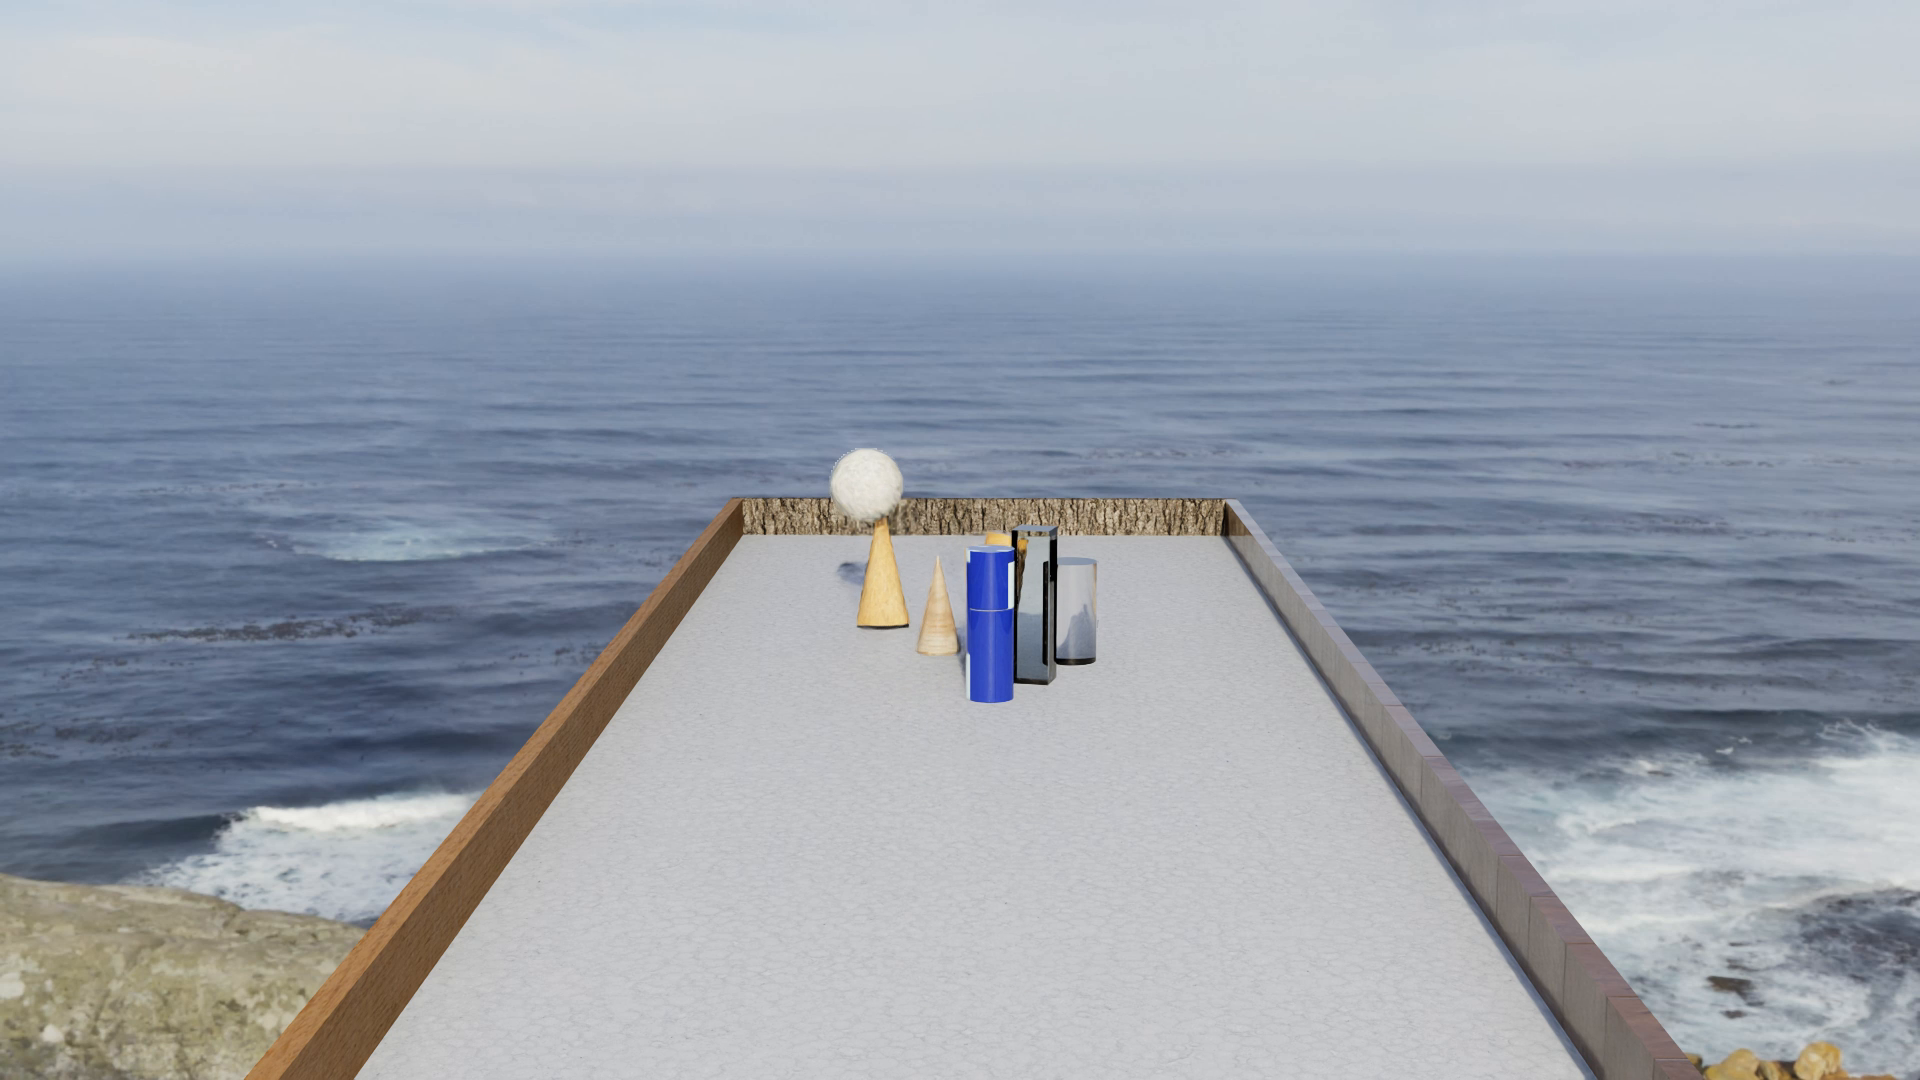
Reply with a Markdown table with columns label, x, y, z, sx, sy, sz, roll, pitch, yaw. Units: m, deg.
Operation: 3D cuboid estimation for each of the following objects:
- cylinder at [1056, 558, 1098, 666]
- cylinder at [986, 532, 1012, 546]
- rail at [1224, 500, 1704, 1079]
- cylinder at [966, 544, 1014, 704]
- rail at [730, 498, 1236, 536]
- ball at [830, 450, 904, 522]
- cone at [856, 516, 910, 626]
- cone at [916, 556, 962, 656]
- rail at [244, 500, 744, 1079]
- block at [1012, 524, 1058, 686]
| label | x | y | z | sx | sy | sz | roll | pitch | yaw |
| --- | --- | --- | --- | --- | --- | --- | --- | --- | --- |
| cylinder | 0.337 | 0.215 | 6.675 | 0.155 | 0.306 | 0.155 | 0 | 9 | 0 |
| cylinder | 0.125 | 0.166 | 6.720 | 0.137 | 0.371 | 0.137 | 8 | 2 | 0 |
| rail | 1.046 | 0.843 | 3.208 | 0.050 | 0.150 | 12.000 | 0 | 9 | 1 |
| cylinder | 0.084 | 0.234 | 6.172 | 0.136 | 0.426 | 0.136 | 0 | 9 | 0 |
| rail | 0.099 | -0.098 | 9.147 | 2.100 | 0.150 | 0.050 | 0 | 9 | 1 |
| ball | -0.300 | -0.176 | 7.090 | 0.233 | 0.233 | 0.233 | 0 | 9 | 0 |
| cone | -0.256 | 0.064 | 7.201 | 0.176 | 0.420 | 0.176 | -1 | 2 | 0 |
| cone | -0.066 | 0.192 | 6.812 | 0.142 | 0.308 | 0.142 | 0 | 9 | 0 |
| rail | -1.004 | 0.839 | 3.234 | 0.050 | 0.150 | 12.000 | 0 | 9 | 1 |
| block | 0.216 | 0.188 | 6.388 | 0.110 | 0.450 | 0.110 | 2 | 9 | 15 |
